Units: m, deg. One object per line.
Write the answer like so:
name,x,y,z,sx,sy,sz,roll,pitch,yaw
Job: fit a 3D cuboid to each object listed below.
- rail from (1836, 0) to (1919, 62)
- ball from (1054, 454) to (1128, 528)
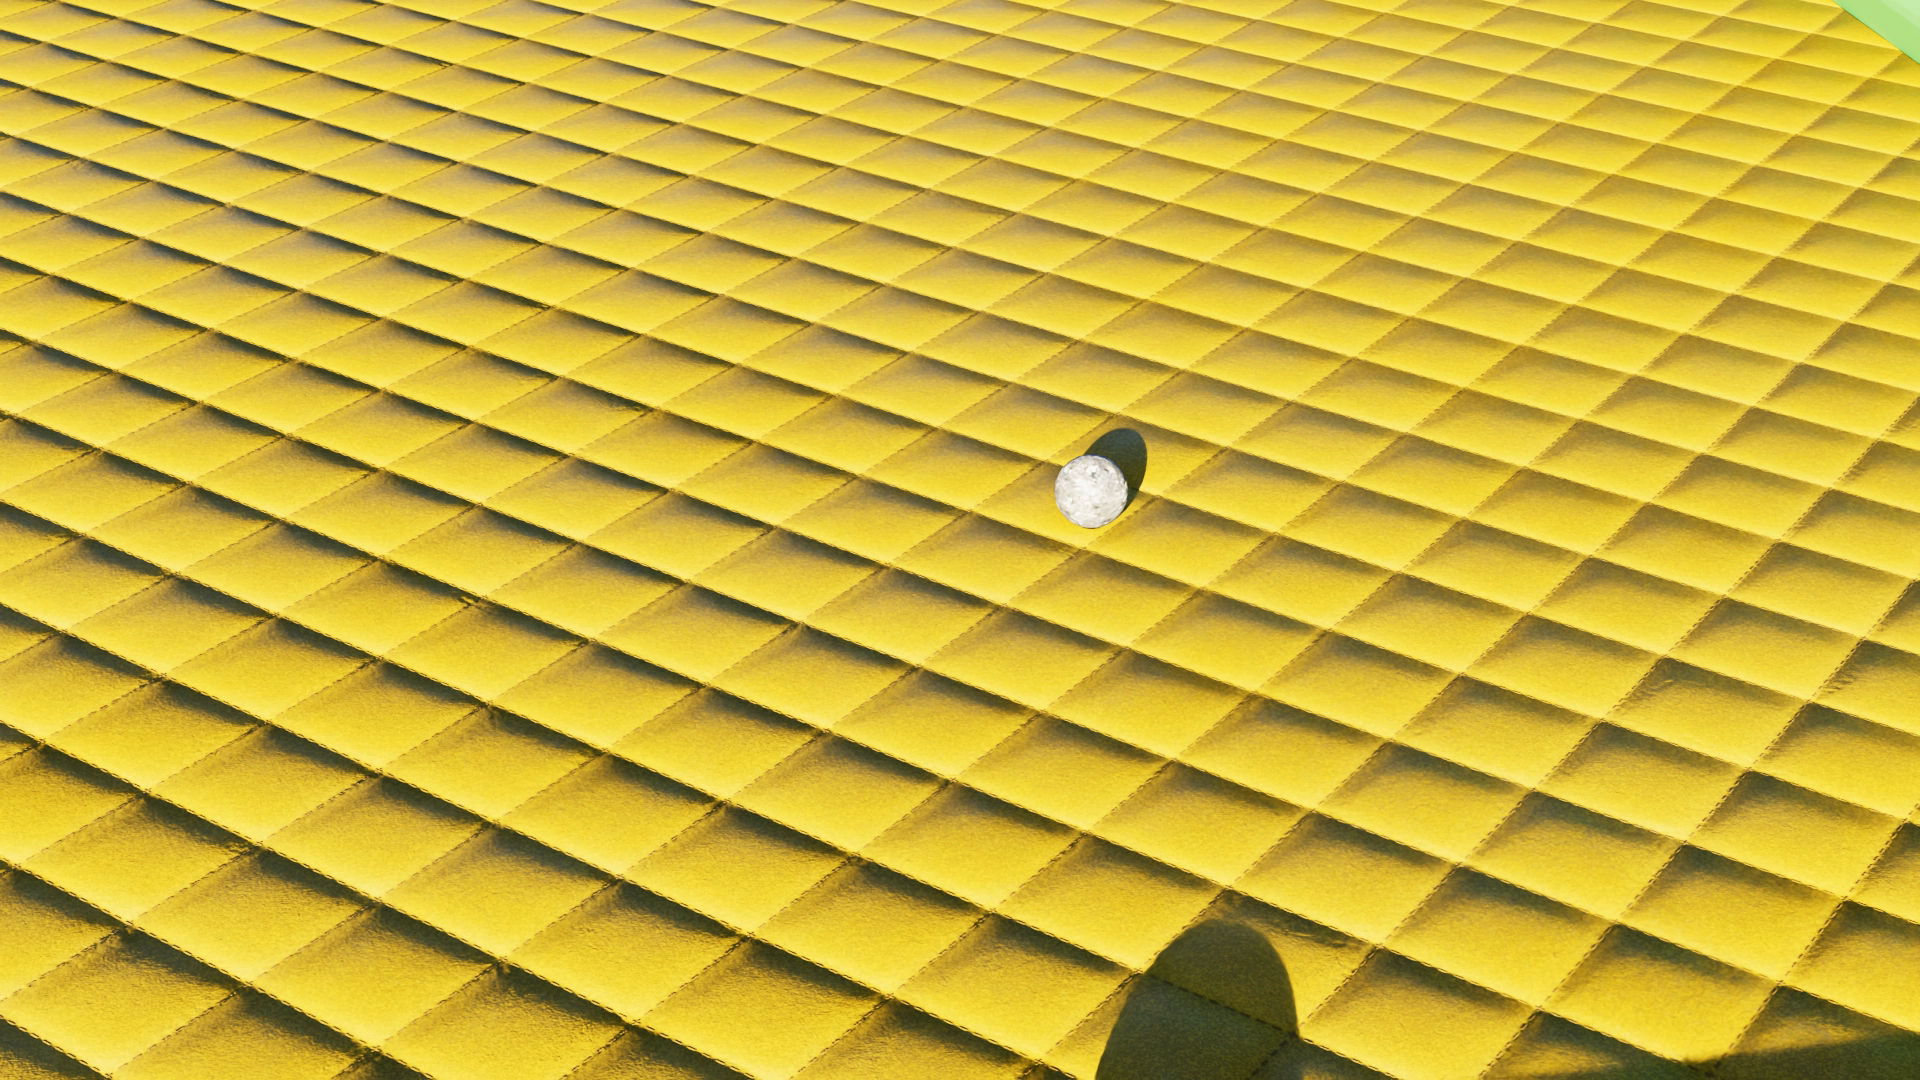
rail,0.842,-0.510,2.681,0.045,0.125,3.466,-5,29,-8
ball,0.084,-0.031,1.876,0.047,0.047,0.047,0,28,0
